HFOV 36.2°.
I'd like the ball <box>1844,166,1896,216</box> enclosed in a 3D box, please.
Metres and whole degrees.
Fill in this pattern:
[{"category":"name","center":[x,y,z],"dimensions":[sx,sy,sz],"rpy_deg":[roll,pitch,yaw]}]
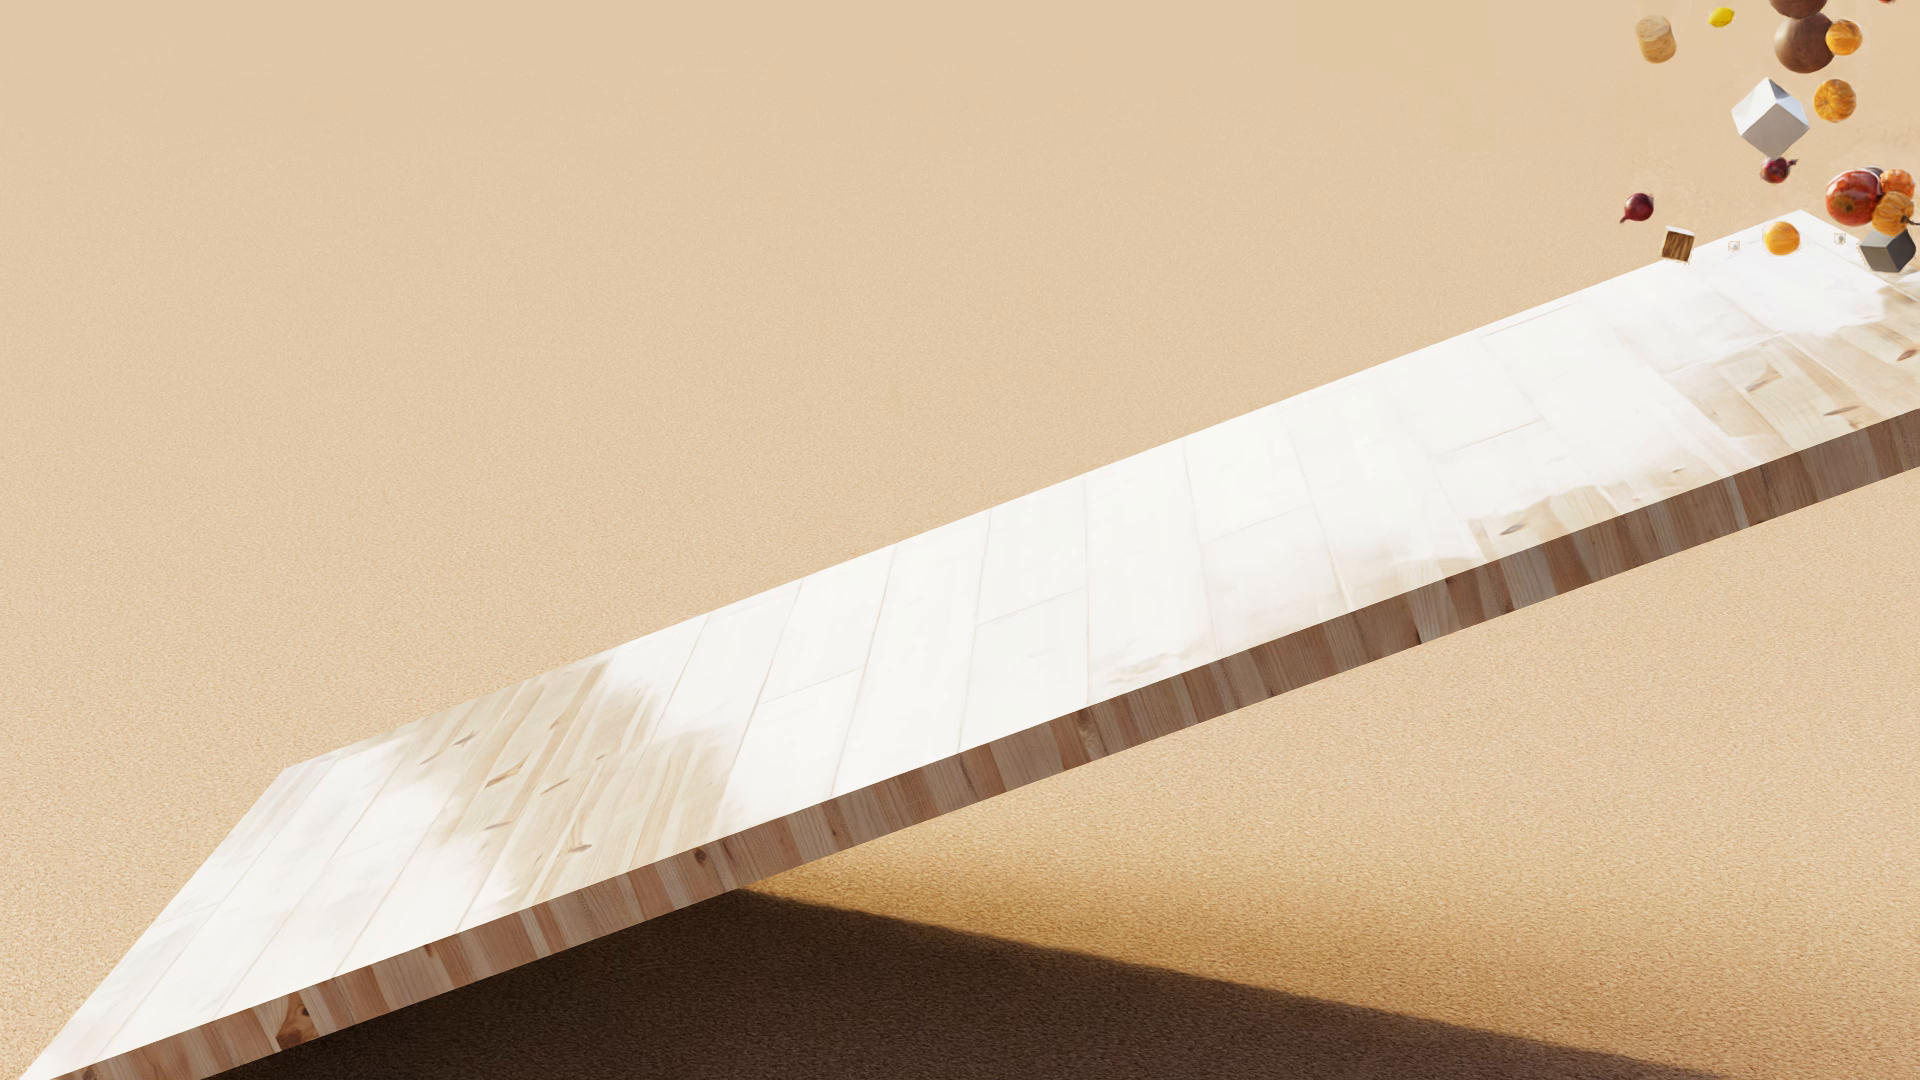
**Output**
[{"category":"ball","center":[1.868,-0.717,6.035],"dimensions":[0.100,0.100,0.100],"rpy_deg":[0,13,0]}]

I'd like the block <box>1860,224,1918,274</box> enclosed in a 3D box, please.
[{"category":"block","center":[1.910,-0.600,6.051],"dimensions":[0.070,0.070,0.070],"rpy_deg":[-46,28,-19]}]

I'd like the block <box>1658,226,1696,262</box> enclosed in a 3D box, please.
[{"category":"block","center":[1.437,-0.594,5.898],"dimensions":[0.055,0.055,0.055],"rpy_deg":[13,18,4]}]

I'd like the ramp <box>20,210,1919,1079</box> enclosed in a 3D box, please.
[{"category":"ramp","center":[0.120,0.175,6.293],"dimensions":[4.000,0.100,2.000],"rpy_deg":[-20,12,7]}]

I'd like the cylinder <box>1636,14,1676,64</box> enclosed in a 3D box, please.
[{"category":"cylinder","center":[1.434,-1.032,6.059],"dimensions":[0.071,0.071,0.071],"rpy_deg":[8,-28,31]}]

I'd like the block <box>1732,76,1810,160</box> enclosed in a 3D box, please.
[{"category":"block","center":[1.616,-0.839,5.863],"dimensions":[0.097,0.097,0.097],"rpy_deg":[31,34,-22]}]
